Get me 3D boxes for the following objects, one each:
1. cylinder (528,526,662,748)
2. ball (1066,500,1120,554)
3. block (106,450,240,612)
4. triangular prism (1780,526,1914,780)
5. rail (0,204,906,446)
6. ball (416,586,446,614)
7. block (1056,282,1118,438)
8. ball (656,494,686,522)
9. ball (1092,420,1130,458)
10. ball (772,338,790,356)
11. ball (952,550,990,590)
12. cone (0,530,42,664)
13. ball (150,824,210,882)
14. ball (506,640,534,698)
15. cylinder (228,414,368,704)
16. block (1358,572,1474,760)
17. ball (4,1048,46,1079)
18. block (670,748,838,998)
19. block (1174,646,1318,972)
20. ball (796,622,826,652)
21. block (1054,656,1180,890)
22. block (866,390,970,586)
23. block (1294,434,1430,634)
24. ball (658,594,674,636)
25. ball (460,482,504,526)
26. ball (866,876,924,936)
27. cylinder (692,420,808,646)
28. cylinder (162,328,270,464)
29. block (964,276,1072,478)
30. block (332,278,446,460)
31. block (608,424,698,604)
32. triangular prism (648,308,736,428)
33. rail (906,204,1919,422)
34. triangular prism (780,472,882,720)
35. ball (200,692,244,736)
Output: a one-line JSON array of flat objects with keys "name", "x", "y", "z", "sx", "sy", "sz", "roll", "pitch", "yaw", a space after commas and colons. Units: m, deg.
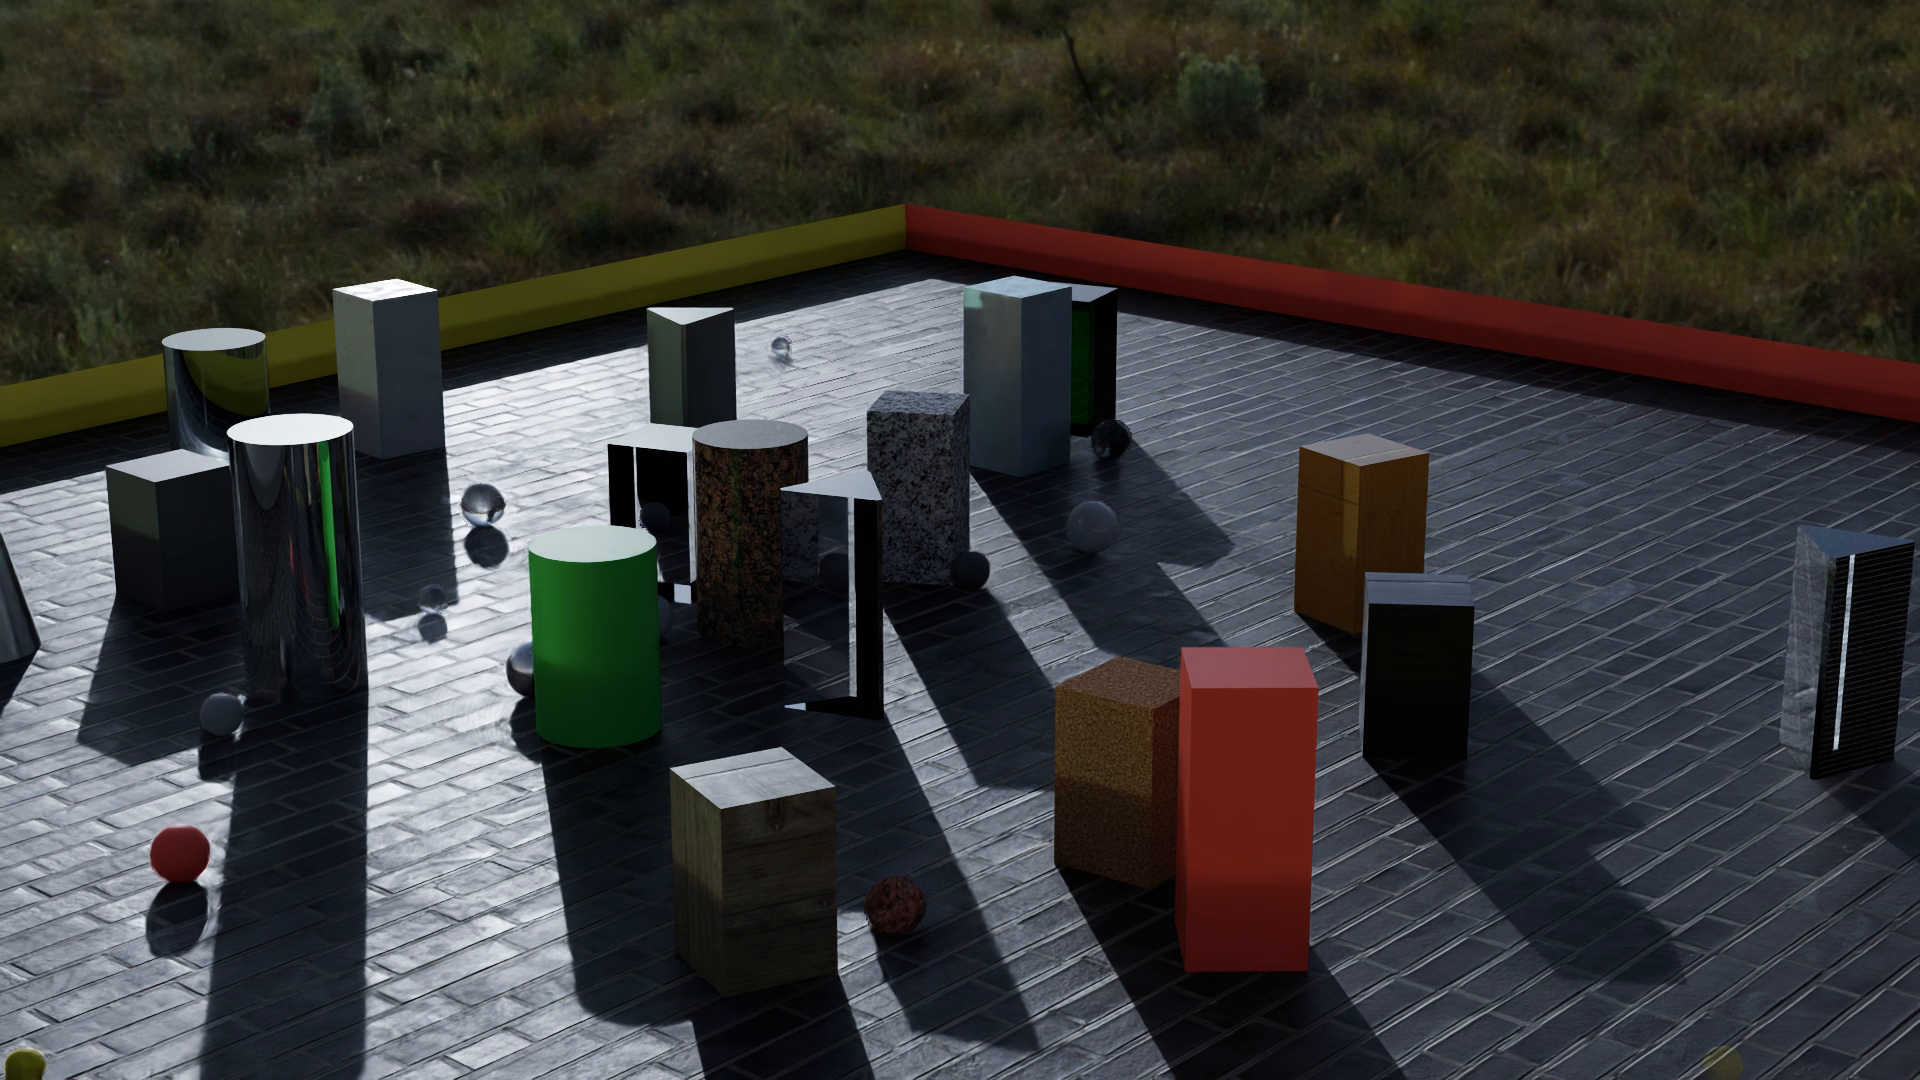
[{"name": "cylinder", "x": -0.553, "y": 0.145, "z": 4.456, "sx": 0.192, "sy": 0.293, "sz": 0.192, "roll": 0, "pitch": 17, "yaw": 0}, {"name": "ball", "x": 0.243, "y": -0.024, "z": 5.355, "sx": 0.096, "sy": 0.096, "sz": 0.096, "roll": 0, "pitch": 17, "yaw": 0}, {"name": "block", "x": -1.369, "y": -0.019, "z": 5.107, "sx": 0.154, "sy": 0.231, "sz": 0.154, "roll": 15, "pitch": 22, "yaw": 40}, {"name": "triangular prism", "x": 1.281, "y": 0.158, "z": 4.335, "sx": 0.166, "sy": 0.339, "sz": 0.144, "roll": -10, "pitch": 19, "yaw": -29}, {"name": "rail", "x": -1.606, "y": -0.372, "z": 6.455, "sx": 0.045, "sy": 0.125, "sz": 4.491, "roll": 14, "pitch": 22, "yaw": 39}, {"name": "ball", "x": -0.904, "y": 0.103, "z": 5.018, "sx": 0.049, "sy": 0.049, "sz": 0.049, "roll": 0, "pitch": 17, "yaw": 0}, {"name": "block", "x": 0.231, "y": -0.384, "z": 6.214, "sx": 0.154, "sy": 0.290, "sz": 0.154, "roll": 8, "pitch": 18, "yaw": 24}, {"name": "ball", "x": -0.547, "y": -0.061, "z": 5.548, "sx": 0.055, "sy": 0.055, "sz": 0.055, "roll": 0, "pitch": 17, "yaw": 0}, {"name": "ball", "x": 0.307, "y": -0.205, "z": 5.986, "sx": 0.078, "sy": 0.078, "sz": 0.078, "roll": 0, "pitch": 17, "yaw": 0}, {"name": "ball", "x": -0.421, "y": -0.454, "z": 6.873, "sx": 0.043, "sy": 0.043, "sz": 0.043, "roll": 0, "pitch": 17, "yaw": 0}, {"name": "ball", "x": 0.019, "y": 0.053, "z": 5.150, "sx": 0.068, "sy": 0.068, "sz": 0.068, "roll": 0, "pitch": 17, "yaw": 0}, {"name": "cone", "x": -1.620, "y": -0.014, "z": 4.794, "sx": 0.192, "sy": 0.402, "sz": 0.192, "roll": 0, "pitch": 17, "yaw": 0}, {"name": "ball", "x": -1.043, "y": 0.419, "z": 3.922, "sx": 0.078, "sy": 0.078, "sz": 0.078, "roll": 0, "pitch": 17, "yaw": 0}, {"name": "ball", "x": -0.669, "y": 0.202, "z": 4.615, "sx": 0.092, "sy": 0.092, "sz": 0.092, "roll": 0, "pitch": 17, "yaw": 0}, {"name": "cylinder", "x": -1.043, "y": 0.028, "z": 4.626, "sx": 0.192, "sy": 0.419, "sz": 0.192, "roll": 0, "pitch": 17, "yaw": 0}, {"name": "block", "x": 0.684, "y": 0.188, "z": 4.404, "sx": 0.154, "sy": 0.241, "sz": 0.154, "roll": 2, "pitch": 17, "yaw": 5}, {"name": "ball", "x": -1.073, "y": 0.605, "z": 3.363, "sx": 0.045, "sy": 0.045, "sz": 0.045, "roll": 0, "pitch": 17, "yaw": 0}, {"name": "block", "x": -0.257, "y": 0.411, "z": 3.652, "sx": 0.154, "sy": 0.248, "sz": 0.154, "roll": -9, "pitch": 19, "yaw": -27}, {"name": "block", "x": 0.356, "y": 0.337, "z": 3.679, "sx": 0.154, "sy": 0.375, "sz": 0.154, "roll": 0, "pitch": 17, "yaw": -1}, {"name": "ball", "x": -0.244, "y": 0.160, "z": 4.829, "sx": 0.049, "sy": 0.049, "sz": 0.049, "roll": 0, "pitch": 17, "yaw": 0}, {"name": "block", "x": 0.235, "y": 0.312, "z": 3.969, "sx": 0.154, "sy": 0.254, "sz": 0.154, "roll": 12, "pitch": 20, "yaw": 34}, {"name": "block", "x": -0.073, "y": -0.094, "z": 5.218, "sx": 0.154, "sy": 0.310, "sz": 0.154, "roll": 3, "pitch": 17, "yaw": 11}, {"name": "block", "x": 0.680, "y": -0.012, "z": 4.979, "sx": 0.154, "sy": 0.292, "sz": 0.154, "roll": -11, "pitch": 20, "yaw": -32}, {"name": "ball", "x": -0.517, "y": 0.127, "z": 4.889, "sx": 0.078, "sy": 0.078, "sz": 0.078, "roll": 0, "pitch": 17, "yaw": 0}, {"name": "ball", "x": -0.898, "y": -0.066, "z": 5.519, "sx": 0.083, "sy": 0.083, "sz": 0.083, "roll": 0, "pitch": 17, "yaw": 0}, {"name": "ball", "x": -0.083, "y": 0.469, "z": 3.760, "sx": 0.075, "sy": 0.075, "sz": 0.075, "roll": 0, "pitch": 17, "yaw": 0}, {"name": "cylinder", "x": -0.348, "y": -0.014, "z": 4.907, "sx": 0.192, "sy": 0.338, "sz": 0.192, "roll": 0, "pitch": 17, "yaw": 0}, {"name": "cylinder", "x": -1.420, "y": -0.226, "z": 5.629, "sx": 0.192, "sy": 0.326, "sz": 0.192, "roll": 0, "pitch": 17, "yaw": 0}, {"name": "block", "x": 0.116, "y": -0.331, "z": 5.908, "sx": 0.154, "sy": 0.365, "sz": 0.154, "roll": 15, "pitch": 22, "yaw": 40}, {"name": "block", "x": -1.176, "y": -0.354, "z": 6.043, "sx": 0.154, "sy": 0.330, "sz": 0.154, "roll": -15, "pitch": 22, "yaw": -40}, {"name": "block", "x": -0.508, "y": -0.048, "z": 5.133, "sx": 0.154, "sy": 0.271, "sz": 0.154, "roll": 7, "pitch": 18, "yaw": 21}, {"name": "triangular prism", "x": -0.543, "y": -0.266, "z": 5.698, "sx": 0.144, "sy": 0.361, "sz": 0.166, "roll": 10, "pitch": 19, "yaw": 29}, {"name": "rail", "x": 1.457, "y": -0.454, "z": 6.727, "sx": 4.300, "sy": 0.125, "sz": 0.045, "roll": 14, "pitch": 22, "yaw": 39}, {"name": "triangular prism", "x": -0.172, "y": 0.080, "z": 4.567, "sx": 0.166, "sy": 0.353, "sz": 0.144, "roll": 6, "pitch": 18, "yaw": 20}, {"name": "ball", "x": -1.122, "y": 0.264, "z": 4.455, "sx": 0.065, "sy": 0.065, "sz": 0.065, "roll": 0, "pitch": 17, "yaw": 0}]
